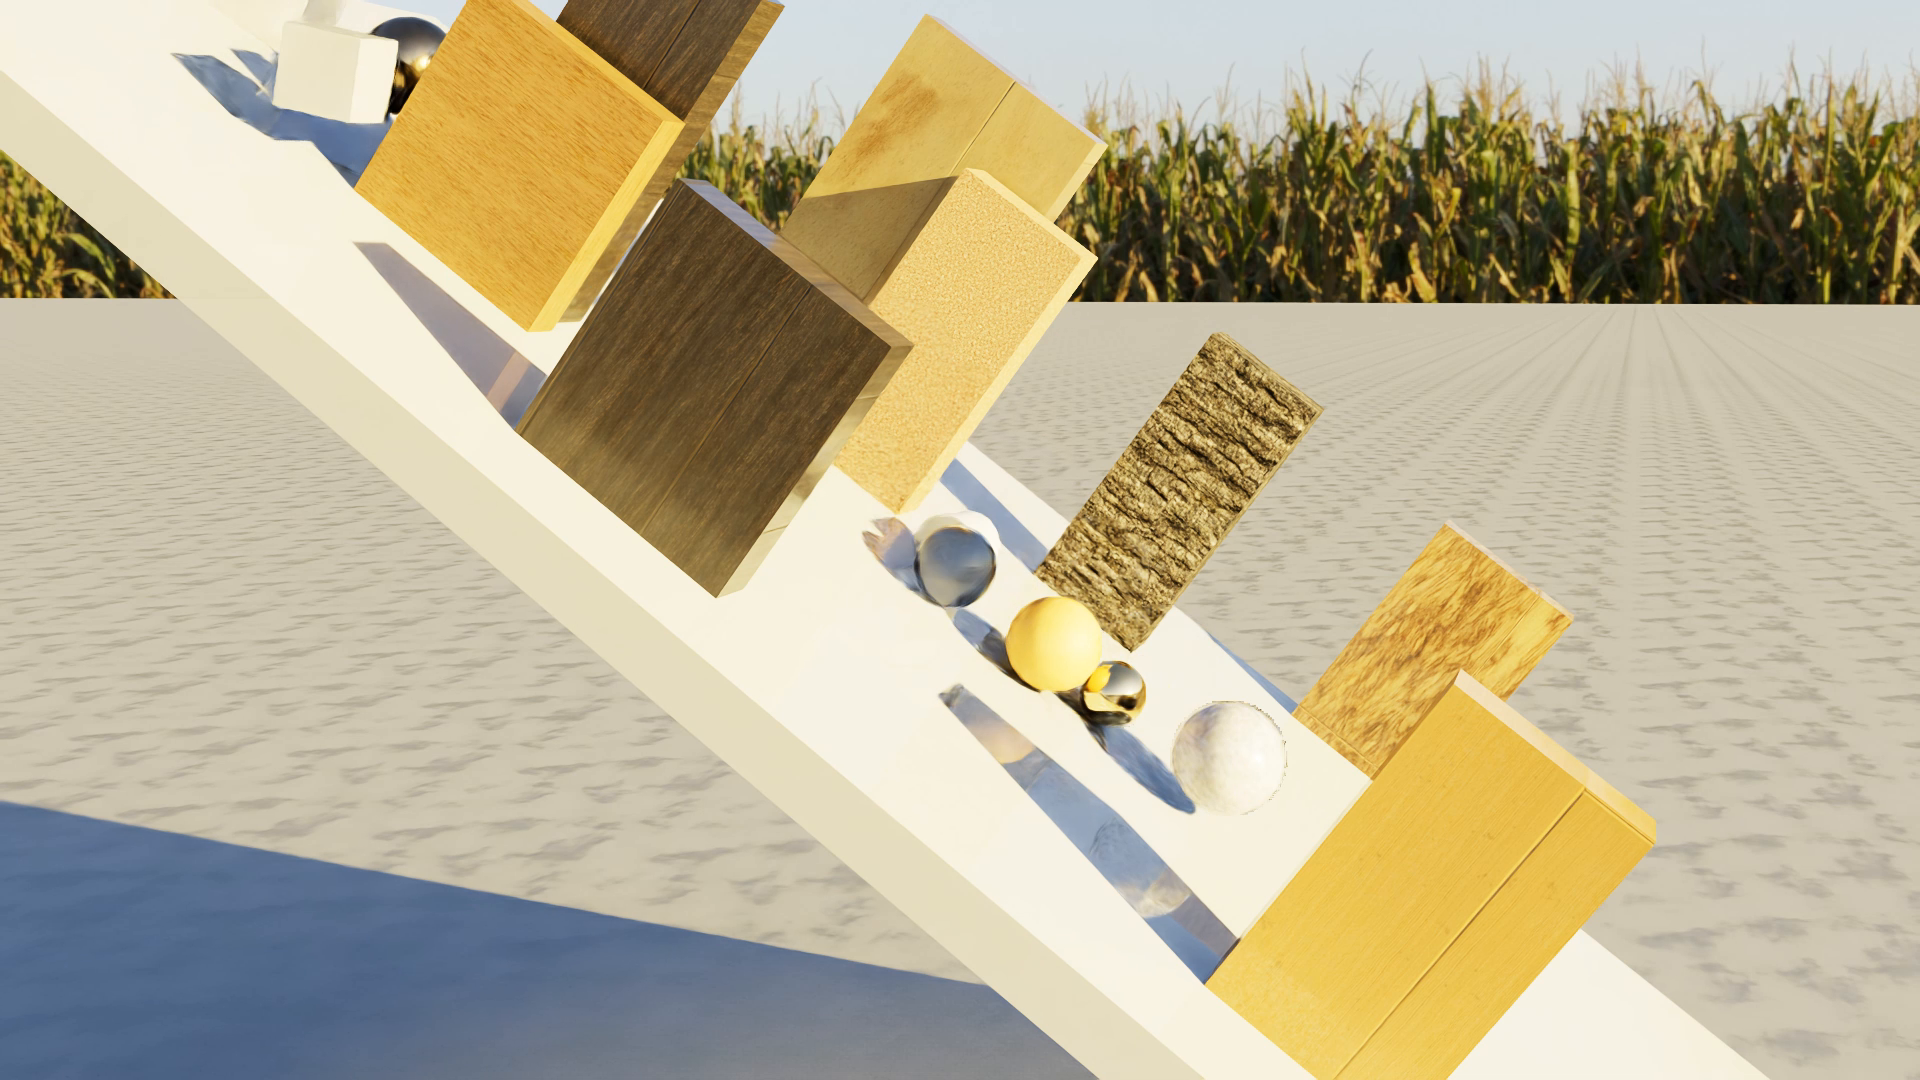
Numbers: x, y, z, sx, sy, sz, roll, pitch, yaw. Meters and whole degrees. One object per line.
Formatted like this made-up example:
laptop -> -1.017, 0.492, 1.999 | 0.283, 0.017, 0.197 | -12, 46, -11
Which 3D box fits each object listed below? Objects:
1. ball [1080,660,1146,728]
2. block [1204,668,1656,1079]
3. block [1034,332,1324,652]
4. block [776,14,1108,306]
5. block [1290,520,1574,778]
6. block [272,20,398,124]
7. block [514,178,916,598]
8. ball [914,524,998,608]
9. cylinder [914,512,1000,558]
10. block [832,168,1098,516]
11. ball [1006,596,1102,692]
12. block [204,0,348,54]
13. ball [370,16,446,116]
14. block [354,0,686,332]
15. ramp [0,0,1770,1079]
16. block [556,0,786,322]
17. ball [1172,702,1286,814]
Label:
ball -> 0.273, 0.274, 3.927 | 0.120, 0.120, 0.120 | 0, 7, 0
block -> 0.676, 0.528, 3.184 | 0.345, 0.584, 0.127 | 39, 16, 9
block -> 0.438, -0.096, 4.432 | 0.257, 0.611, 0.121 | 39, 16, 9
block -> -0.112, -0.589, 4.374 | 0.425, 0.784, 0.097 | 39, 16, 9
block -> 1.012, 0.270, 4.727 | 0.331, 0.535, 0.089 | 39, 16, 9
block -> -1.079, -0.808, 3.804 | 0.143, 0.143, 0.143 | 14, 14, 9
block -> -0.378, -0.231, 3.348 | 0.417, 0.475, 0.108 | 39, 16, 9
ball -> -0.007, 0.046, 3.938 | 0.149, 0.149, 0.149 | 0, 7, 0
cylinder -> -0.006, 0.010, 4.083 | 0.122, 0.122, 0.122 | 3, 5, 24
block -> -0.037, -0.379, 4.240 | 0.282, 0.614, 0.126 | 39, 16, 9
ball -> 0.167, 0.183, 3.874 | 0.170, 0.170, 0.170 | 0, 7, 0
block -> -1.322, -1.100, 4.318 | 0.186, 0.186, 0.186 | 36, 32, -2
ball -> -1.034, -0.889, 4.133 | 0.187, 0.187, 0.187 | 0, 7, 0
block -> -0.772, -0.668, 3.835 | 0.418, 0.444, 0.091 | 39, 16, 9
ramp -> -0.061, 0.122, 4.068 | 4.000, 0.100, 2.000 | 39, 16, 9
block -> -0.634, -0.757, 3.928 | 0.301, 0.689, 0.107 | 39, 16, 9
ball -> 0.465, 0.377, 3.804 | 0.195, 0.195, 0.195 | 0, 7, 0
